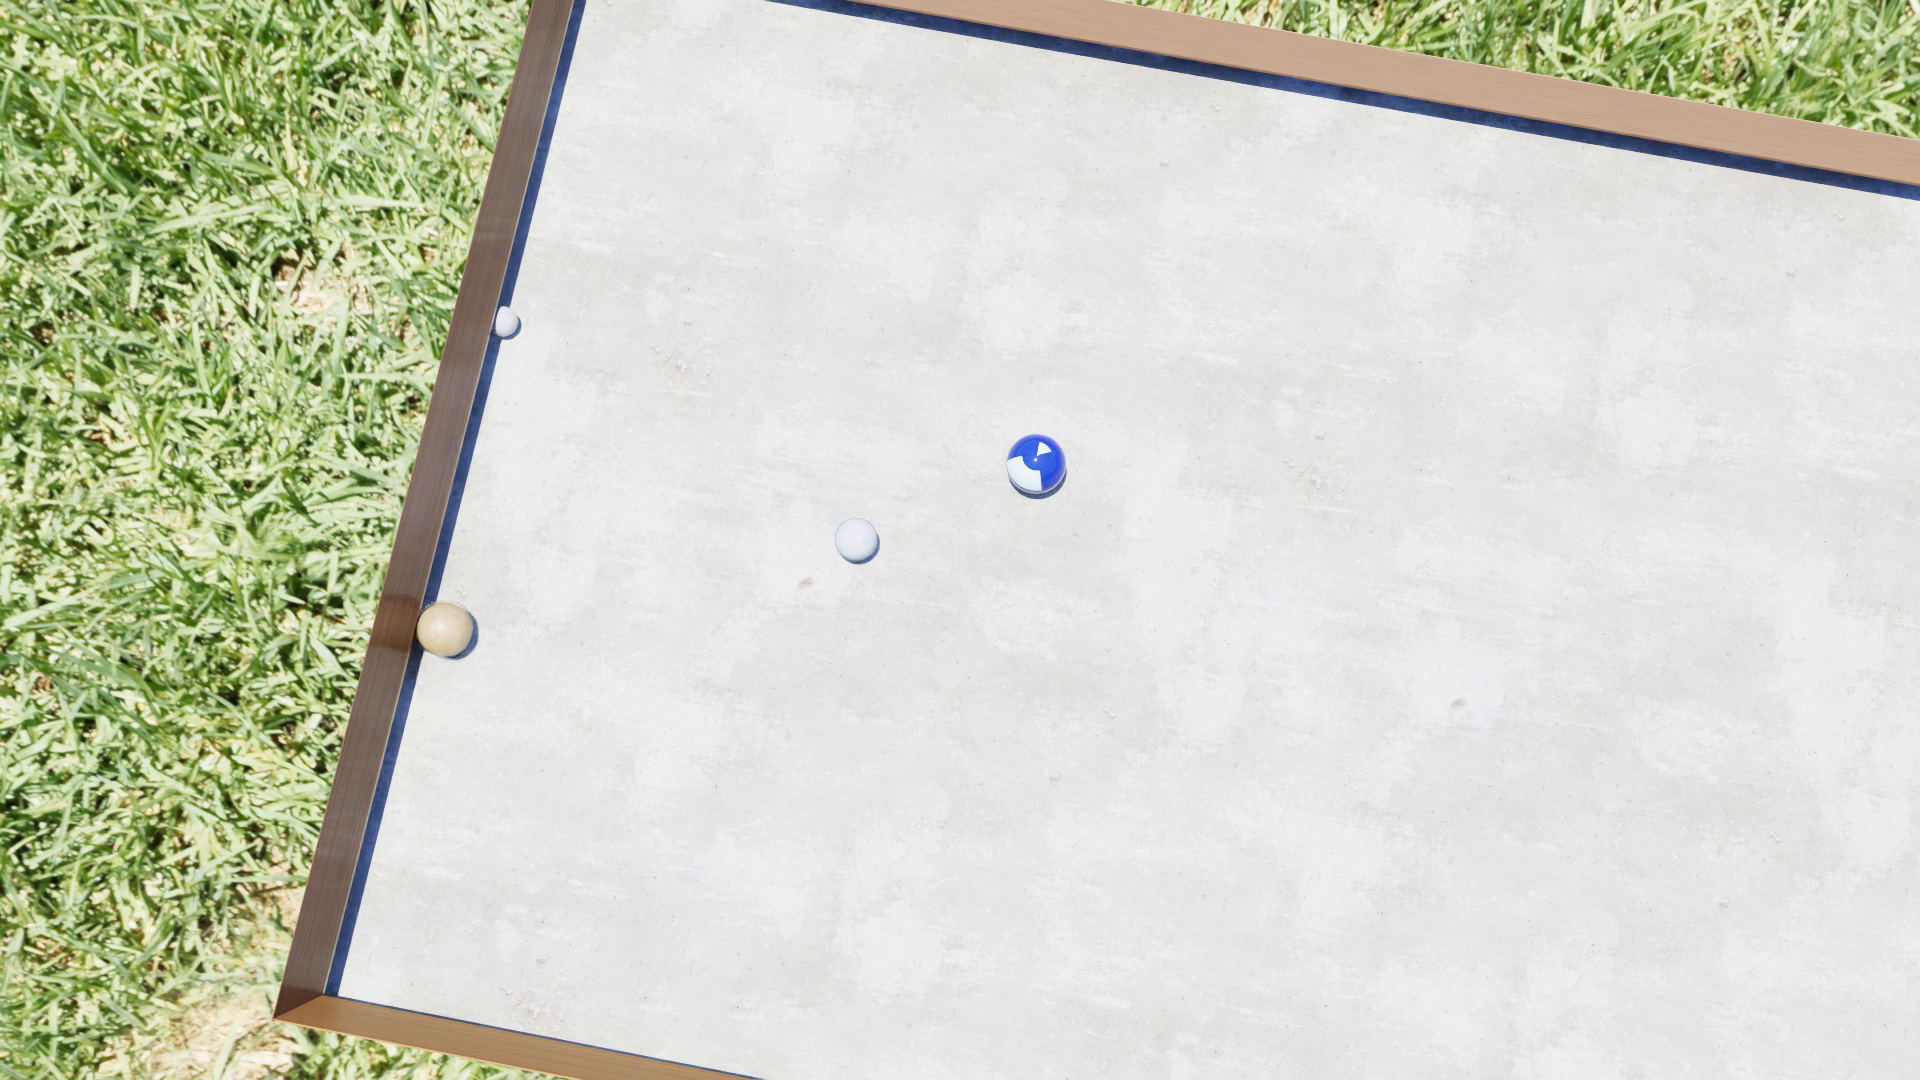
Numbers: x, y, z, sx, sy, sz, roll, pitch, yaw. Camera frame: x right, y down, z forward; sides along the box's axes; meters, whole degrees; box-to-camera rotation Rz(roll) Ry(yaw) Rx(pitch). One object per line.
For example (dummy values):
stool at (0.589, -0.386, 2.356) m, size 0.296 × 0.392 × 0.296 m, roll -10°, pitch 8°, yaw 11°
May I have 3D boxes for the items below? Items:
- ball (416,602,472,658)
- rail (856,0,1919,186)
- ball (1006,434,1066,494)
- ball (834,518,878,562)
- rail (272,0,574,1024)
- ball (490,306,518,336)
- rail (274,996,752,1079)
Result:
ball at (-0.771, 0.134, 3.288) m, size 0.082 × 0.082 × 0.082 m, roll 0°, pitch 76°, yaw 0°
rail at (0.960, -0.675, 3.464) m, size 3.261 × 0.119 × 0.045 m, roll 10°, pitch 77°, yaw 2°
ball at (0.116, -0.116, 3.344) m, size 0.092 × 0.092 × 0.092 m, roll 0°, pitch 76°, yaw 0°
ball at (-0.157, -0.001, 3.329) m, size 0.066 × 0.066 × 0.066 m, roll 0°, pitch 76°, yaw 0°
rail at (-0.778, -0.149, 3.336) m, size 0.045 × 0.119 × 1.758 m, roll 10°, pitch 77°, yaw 2°
ball at (-0.712, -0.340, 3.421) m, size 0.047 × 0.047 × 0.047 m, roll 0°, pitch 76°, yaw 0°
rail at (0.642, 0.958, 3.069) m, size 3.261 × 0.119 × 0.045 m, roll 10°, pitch 77°, yaw 2°
